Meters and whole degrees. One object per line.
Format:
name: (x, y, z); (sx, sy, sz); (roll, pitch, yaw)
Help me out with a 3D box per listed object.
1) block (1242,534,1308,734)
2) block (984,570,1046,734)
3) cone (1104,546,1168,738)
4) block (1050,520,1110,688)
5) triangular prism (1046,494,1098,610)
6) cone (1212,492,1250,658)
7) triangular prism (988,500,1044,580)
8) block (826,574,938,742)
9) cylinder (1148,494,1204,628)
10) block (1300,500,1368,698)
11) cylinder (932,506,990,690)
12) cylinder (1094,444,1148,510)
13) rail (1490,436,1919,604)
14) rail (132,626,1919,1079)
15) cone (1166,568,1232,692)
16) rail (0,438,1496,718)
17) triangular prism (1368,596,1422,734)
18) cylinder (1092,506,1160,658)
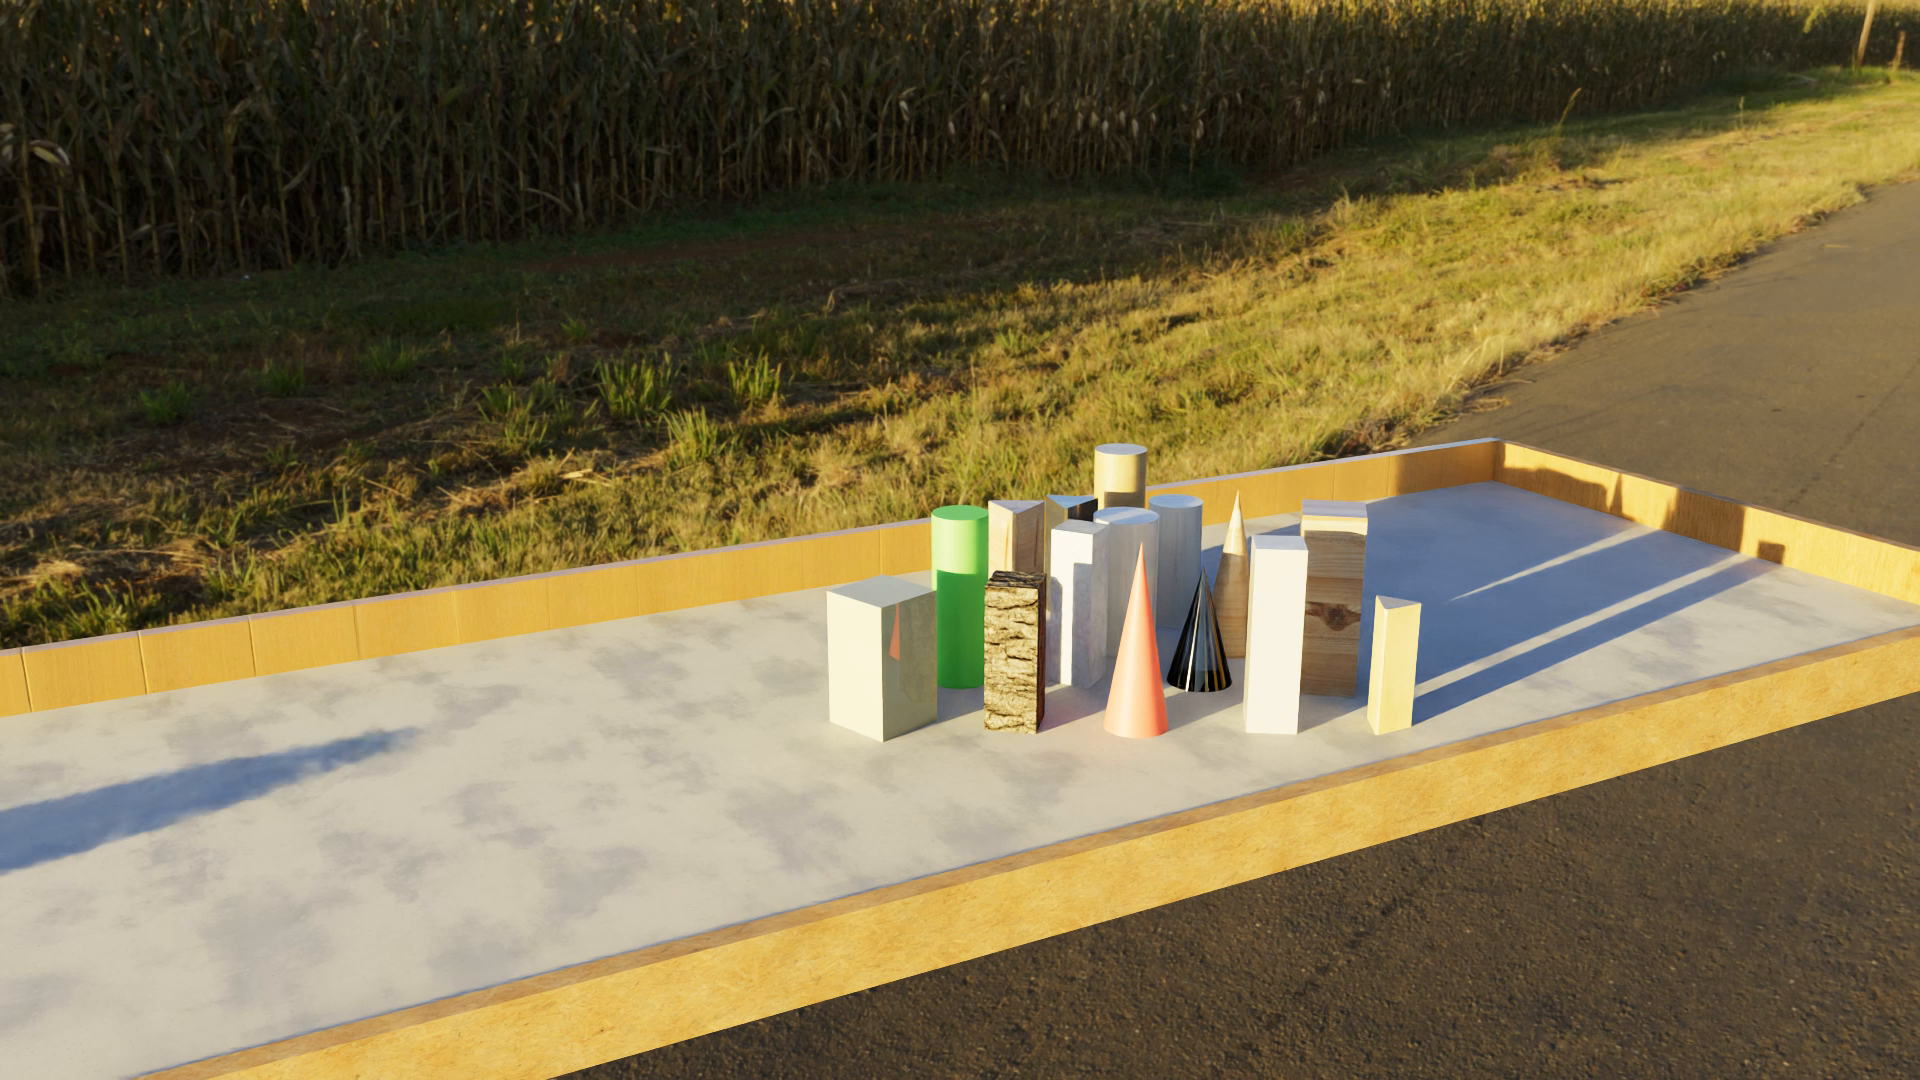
block: (0.728, 0.219, 3.820); (0.116, 0.445, 0.116); (2, 16, 5)
block: (0.129, 0.260, 3.842); (0.122, 0.353, 0.122); (3, 17, 12)
cone: (0.413, 0.219, 3.810); (0.152, 0.451, 0.152); (0, 16, 0)
block: (0.297, 0.158, 4.115); (0.108, 0.397, 0.108); (8, 18, 26)
triangular prism: (0.289, 0.044, 4.618); (0.126, 0.331, 0.145); (14, 21, 39)
cone: (0.719, 0.077, 4.319); (0.166, 0.436, 0.166); (0, 16, 0)
triangular prism: (0.131, 0.087, 4.383); (0.126, 0.380, 0.145); (10, 19, 30)
block: (-0.181, 0.272, 3.854); (0.179, 0.324, 0.179); (15, 22, 41)
cylinder: (0.591, 0.056, 4.562); (0.149, 0.340, 0.149); (0, 16, 0)
block: (0.907, 0.143, 4.060); (0.152, 0.456, 0.152); (3, 17, 10)
cylinder: (0.001, 0.142, 4.101); (0.141, 0.435, 0.141); (0, 16, 0)
cylinder: (0.467, -0.065, 4.842); (0.152, 0.414, 0.152); (0, 16, 0)
rail: (2.466, -0.048, 5.253); (0.050, 0.150, 2.100); (-9, 18, -27)
rail: (-2.336, 1.006, 1.665); (12.000, 0.150, 0.050); (-9, 18, -27)
cone: (0.602, 0.208, 4.110); (0.163, 0.302, 0.163); (0, 16, 0)
rail: (-3.305, 0.497, 3.399); (12.000, 0.150, 0.050); (-9, 18, -27)
triangular prism: (0.990, 0.286, 3.839); (0.103, 0.305, 0.090); (-8, 18, -26)
cylinder: (0.432, 0.109, 4.341); (0.172, 0.362, 0.172); (0, 16, 0)
